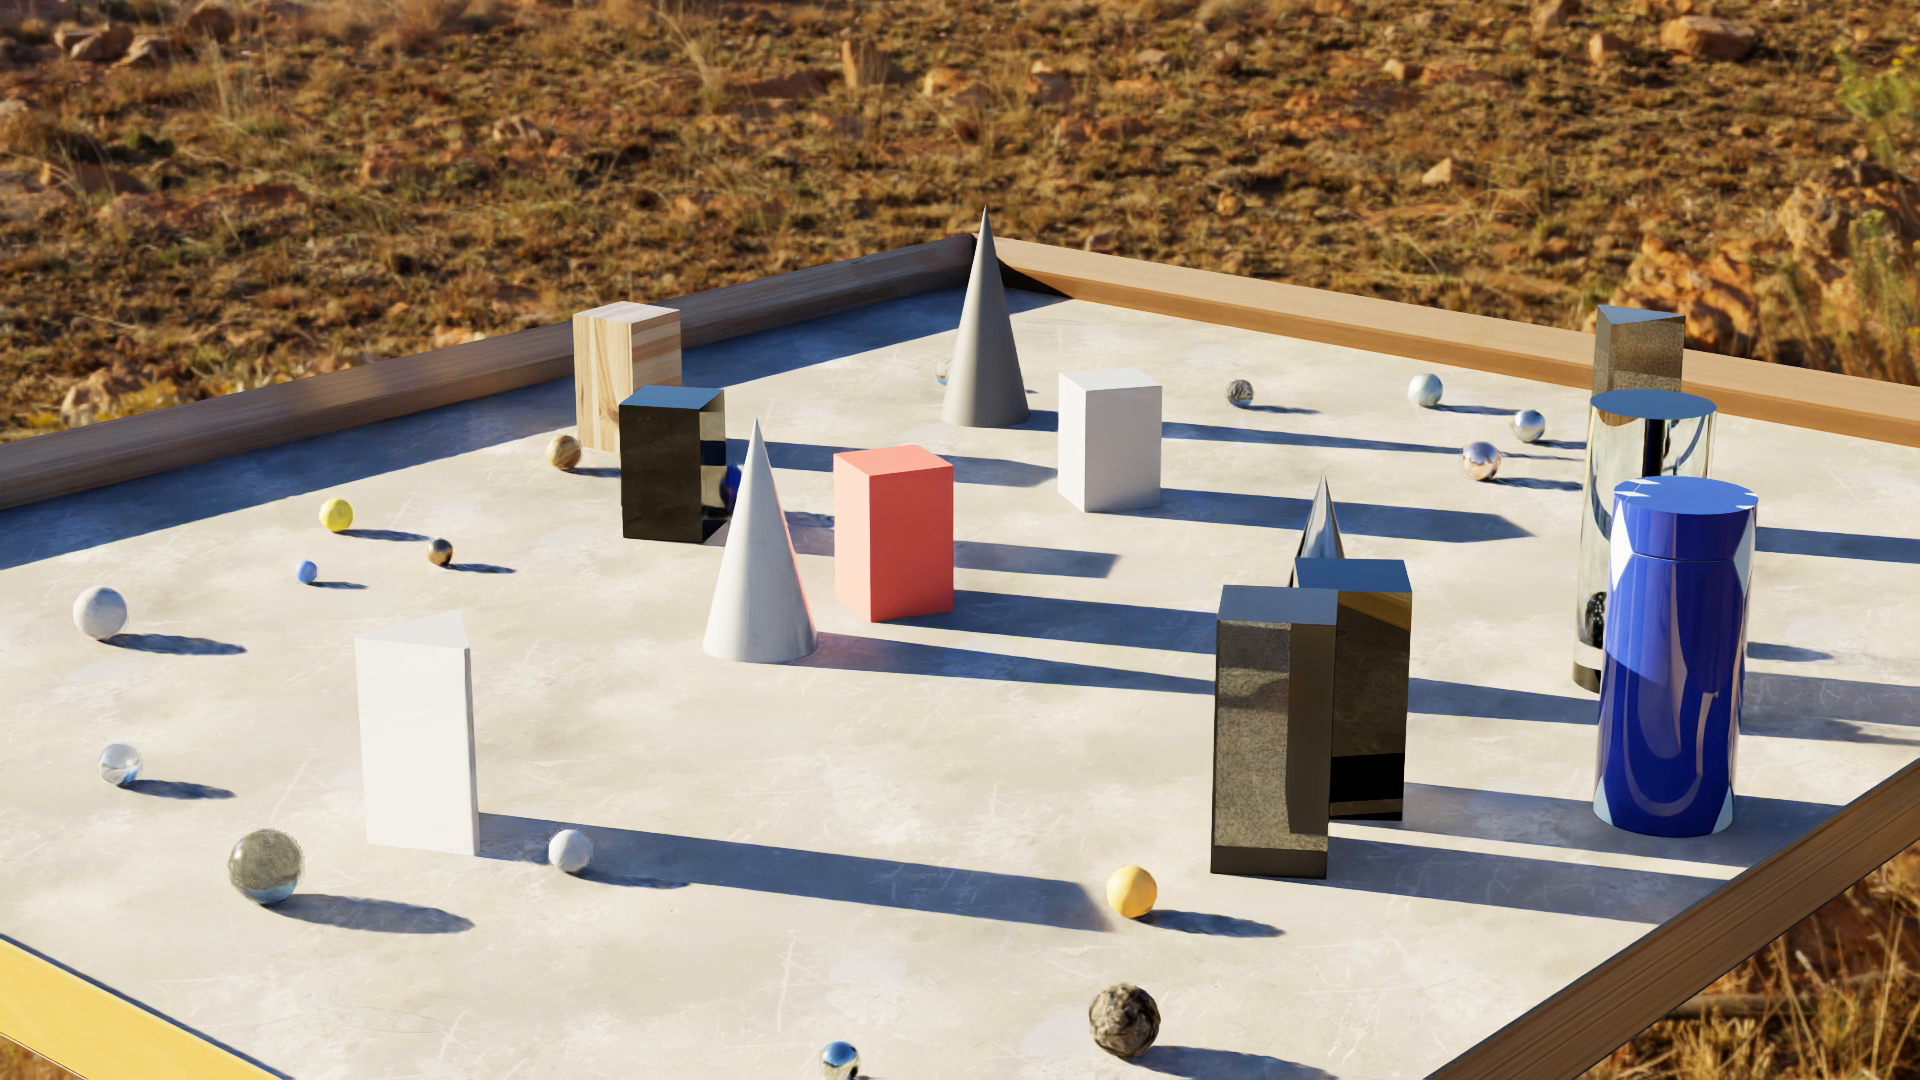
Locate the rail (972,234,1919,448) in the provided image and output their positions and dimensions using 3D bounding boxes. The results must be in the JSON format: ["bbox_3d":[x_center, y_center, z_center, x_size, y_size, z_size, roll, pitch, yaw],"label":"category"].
[{"bbox_3d":[1.326,-0.410,6.583,3.476,0.126,0.045,14,22,39],"label":"rail"}]

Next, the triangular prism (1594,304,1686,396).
[{"bbox_3d":[1.232,-0.228,5.496,0.168,0.408,0.146,-9,19,-26],"label":"triangular prism"}]

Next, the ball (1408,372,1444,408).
[{"bbox_3d":[1.018,-0.328,6.404,0.075,0.075,0.075,0,17,0],"label":"ball"}]

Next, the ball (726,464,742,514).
[{"bbox_3d":[-0.450,-0.098,5.606,0.097,0.097,0.097,0,17,0],"label":"ball"}]

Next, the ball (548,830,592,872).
[{"bbox_3d":[-0.526,0.420,3.956,0.058,0.058,0.058,0,17,0],"label":"ball"}]

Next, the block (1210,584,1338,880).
[{"bbox_3d":[0.425,0.258,3.967,0.156,0.360,0.156,2,17,8],"label":"block"}]

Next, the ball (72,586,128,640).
[{"bbox_3d":[-1.434,0.121,4.893,0.089,0.089,0.089,0,17,0],"label":"ball"}]

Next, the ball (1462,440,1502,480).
[{"bbox_3d":[1.037,-0.158,5.836,0.078,0.078,0.078,0,17,0],"label":"ball"}]

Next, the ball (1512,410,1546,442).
[{"bbox_3d":[1.187,-0.238,6.114,0.070,0.070,0.070,0,17,0],"label":"ball"}]

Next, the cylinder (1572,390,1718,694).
[{"bbox_3d":[1.080,0.006,4.637,0.194,0.456,0.194,0,17,0],"label":"cylinder"}]

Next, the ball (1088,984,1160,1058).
[{"bbox_3d":[0.192,0.563,3.435,0.085,0.085,0.085,0,17,0],"label":"ball"}]

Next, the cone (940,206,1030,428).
[{"bbox_3d":[0.055,-0.489,6.263,0.194,0.466,0.194,0,17,0],"label":"cone"}]

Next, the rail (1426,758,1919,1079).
[{"bbox_3d":[1.294,0.356,4.044,0.045,0.126,4.093,14,22,39],"label":"rail"}]

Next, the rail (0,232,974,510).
[{"bbox_3d":[-1.294,-0.293,6.196,0.045,0.126,4.093,14,22,39],"label":"rail"}]

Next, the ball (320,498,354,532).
[{"bbox_3d":[-1.168,-0.047,5.494,0.063,0.063,0.063,0,17,0],"label":"ball"}]

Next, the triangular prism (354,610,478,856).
[{"bbox_3d":[-0.721,0.262,4.062,0.168,0.299,0.146,5,17,16],"label":"triangular prism"}]

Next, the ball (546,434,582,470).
[{"bbox_3d":[-0.798,-0.177,5.910,0.072,0.072,0.072,0,17,0],"label":"ball"}]

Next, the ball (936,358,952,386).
[{"bbox_3d":[-0.022,-0.377,6.579,0.067,0.067,0.067,0,17,0],"label":"ball"}]

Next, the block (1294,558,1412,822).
[{"bbox_3d":[0.551,0.211,4.164,0.156,0.338,0.156,1,17,4],"label":"block"}]

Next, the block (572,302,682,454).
[{"bbox_3d":[-0.686,-0.335,6.075,0.156,0.279,0.156,11,20,33],"label":"block"}]

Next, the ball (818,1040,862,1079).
[{"bbox_3d":[-0.138,0.600,3.372,0.049,0.049,0.049,0,17,0],"label":"ball"}]

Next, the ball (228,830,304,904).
[{"bbox_3d":[-0.913,0.430,3.854,0.097,0.097,0.097,0,17,0],"label":"ball"}]

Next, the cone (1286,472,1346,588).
[{"bbox_3d":[0.568,0.061,4.625,0.194,0.359,0.194,0,17,0],"label":"cone"}]

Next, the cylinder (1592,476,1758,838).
[{"bbox_3d":[0.998,0.162,4.100,0.194,0.468,0.194,0,17,0],"label":"cylinder"}]

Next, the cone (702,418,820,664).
[{"bbox_3d":[-0.331,-0.015,4.817,0.194,0.393,0.194,0,17,0],"label":"cone"}]

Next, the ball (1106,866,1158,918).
[{"bbox_3d":[0.224,0.457,3.816,0.067,0.067,0.067,0,17,0],"label":"ball"}]

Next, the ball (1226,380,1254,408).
[{"bbox_3d":[0.612,-0.320,6.402,0.062,0.062,0.062,0,17,0],"label":"ball"}]

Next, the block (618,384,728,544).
[{"bbox_3d":[-0.535,-0.143,5.477,0.156,0.257,0.156,4,17,12],"label":"block"}]

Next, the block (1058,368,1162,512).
[{"bbox_3d":[0.290,-0.196,5.679,0.156,0.240,0.156,-5,17,-16],"label":"block"}]

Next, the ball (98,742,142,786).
[{"bbox_3d":[-1.222,0.326,4.262,0.061,0.061,0.061,0,17,0],"label":"ball"}]

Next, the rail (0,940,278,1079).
[{"bbox_3d":[-1.326,0.473,3.658,3.476,0.126,0.045,14,22,39],"label":"rail"}]

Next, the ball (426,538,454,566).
[{"bbox_3d":[-0.938,0.021,5.291,0.049,0.049,0.049,0,17,0],"label":"ball"}]

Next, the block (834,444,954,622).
[{"bbox_3d":[-0.114,-0.013,5.043,0.156,0.259,0.156,-8,18,-24],"label":"block"}]

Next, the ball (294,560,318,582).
[{"bbox_3d":[-1.157,0.056,5.192,0.041,0.041,0.041,0,17,0],"label":"ball"}]
